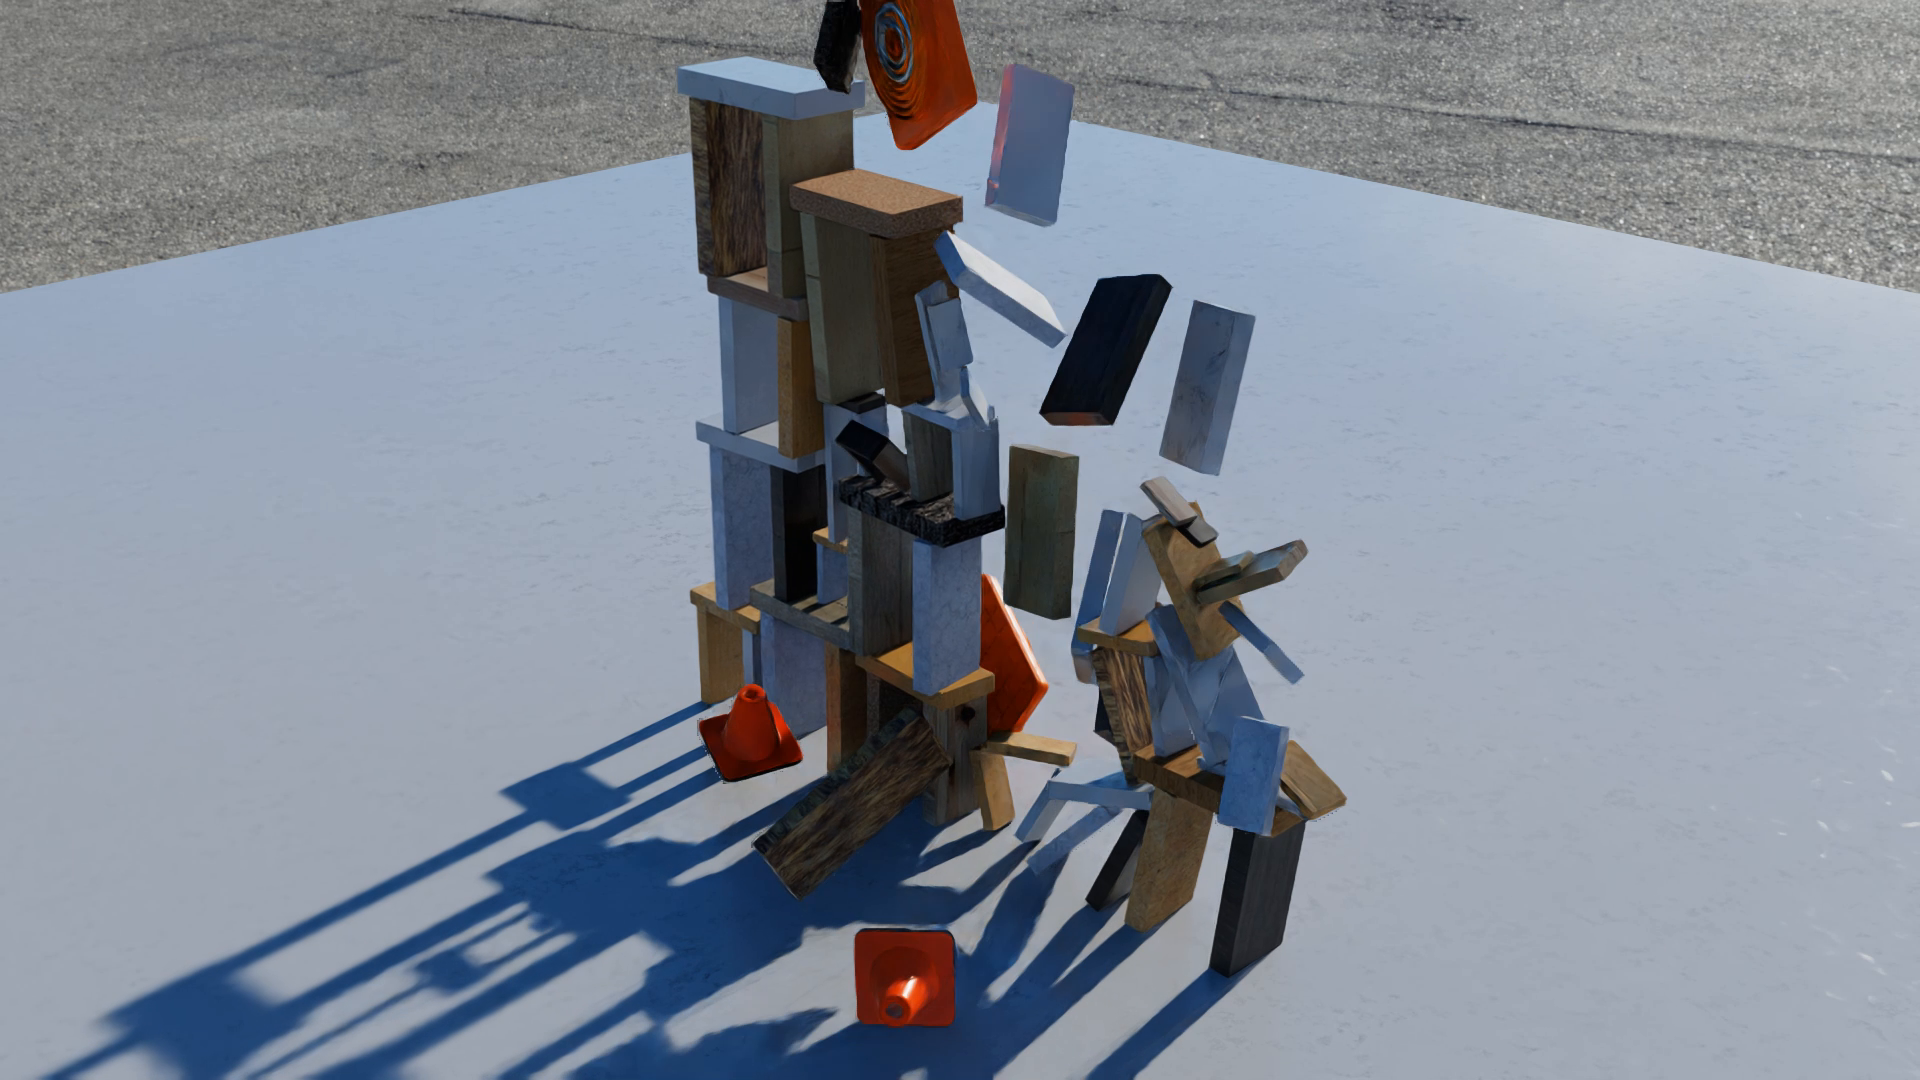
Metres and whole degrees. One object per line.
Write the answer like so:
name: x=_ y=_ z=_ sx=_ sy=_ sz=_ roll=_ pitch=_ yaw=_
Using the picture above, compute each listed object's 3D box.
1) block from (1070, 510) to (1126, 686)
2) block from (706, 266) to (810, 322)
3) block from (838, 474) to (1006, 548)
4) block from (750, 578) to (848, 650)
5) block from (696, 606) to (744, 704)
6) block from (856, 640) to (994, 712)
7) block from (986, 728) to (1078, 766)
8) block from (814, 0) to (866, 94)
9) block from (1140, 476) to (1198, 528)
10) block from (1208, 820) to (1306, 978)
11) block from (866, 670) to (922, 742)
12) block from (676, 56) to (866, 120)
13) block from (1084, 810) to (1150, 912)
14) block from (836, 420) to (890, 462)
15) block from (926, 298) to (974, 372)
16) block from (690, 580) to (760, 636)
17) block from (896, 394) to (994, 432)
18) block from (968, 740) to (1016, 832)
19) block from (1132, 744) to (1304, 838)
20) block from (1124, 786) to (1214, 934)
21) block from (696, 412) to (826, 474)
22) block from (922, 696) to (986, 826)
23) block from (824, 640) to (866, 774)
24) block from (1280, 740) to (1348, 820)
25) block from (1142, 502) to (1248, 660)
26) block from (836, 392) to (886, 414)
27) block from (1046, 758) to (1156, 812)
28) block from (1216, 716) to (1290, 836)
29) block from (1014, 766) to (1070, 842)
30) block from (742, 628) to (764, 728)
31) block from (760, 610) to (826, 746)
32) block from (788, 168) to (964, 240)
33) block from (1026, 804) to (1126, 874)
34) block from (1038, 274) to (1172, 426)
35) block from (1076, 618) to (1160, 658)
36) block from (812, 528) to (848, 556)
block: x=0.271 y=0.110 z=4.223 sx=0.043 sy=0.150 sz=0.301 roll=8 pitch=62 yaw=13
block: x=-0.359 y=-0.499 z=4.382 sx=0.143 sy=0.041 sz=0.286 roll=-20 pitch=30 yaw=-40
block: x=-0.077 y=-0.071 z=4.268 sx=0.157 sy=0.045 sz=0.315 roll=-18 pitch=29 yaw=-38
block: x=-0.279 y=0.141 z=4.584 sx=0.154 sy=0.044 sz=0.308 roll=-21 pitch=31 yaw=-40
block: x=-0.526 y=0.240 z=4.898 sx=0.033 sy=0.231 sz=0.116 roll=21 pitch=31 yaw=41
block: x=-0.072 y=0.259 z=4.405 sx=0.136 sy=0.039 sz=0.272 roll=-18 pitch=29 yaw=-37
block: x=0.142 y=0.410 z=4.338 sx=0.166 sy=0.023 sz=0.083 roll=9 pitch=14 yaw=11
block: x=-0.212 y=-0.881 z=3.888 sx=0.037 sy=0.132 sz=0.265 roll=13 pitch=2 yaw=2
block: x=0.359 y=-0.067 z=3.776 sx=0.049 sy=0.014 sz=0.099 roll=-19 pitch=57 yaw=-34
block: x=0.531 y=0.613 z=3.910 sx=0.157 sy=0.313 sz=0.044 roll=-21 pitch=38 yaw=-41
block: x=-0.128 y=0.375 z=4.529 sx=0.136 sy=0.272 sz=0.039 roll=-20 pitch=30 yaw=-39
block: x=-0.367 y=-0.875 z=4.247 sx=0.176 sy=0.050 sz=0.353 roll=-21 pitch=30 yaw=-40
block: x=0.327 y=0.577 z=4.091 sx=0.035 sy=0.249 sz=0.125 roll=42 pitch=41 yaw=23
block: x=-0.189 y=-0.192 z=4.229 sx=0.106 sy=0.015 sz=0.053 roll=28 pitch=76 yaw=43
block: x=-0.017 y=-0.370 z=3.957 sx=0.060 sy=0.121 sz=0.017 roll=-22 pitch=18 yaw=-28
block: x=-0.472 y=0.141 z=4.795 sx=0.116 sy=0.033 sz=0.231 roll=-21 pitch=30 yaw=-40
block: x=-0.030 y=-0.251 z=4.127 sx=0.091 sy=0.026 sz=0.182 roll=-23 pitch=32 yaw=-35
block: x=0.065 y=0.488 z=4.388 sx=0.023 sy=0.166 sz=0.083 roll=-6 pitch=10 yaw=35
block: x=0.476 y=0.425 z=3.894 sx=0.157 sy=0.044 sz=0.313 roll=-21 pitch=31 yaw=-40
block: x=0.394 y=0.559 z=4.038 sx=0.044 sy=0.313 sz=0.157 roll=30 pitch=36 yaw=31
block: x=-0.389 y=-0.212 z=4.546 sx=0.297 sy=0.042 sz=0.149 roll=19 pitch=29 yaw=37
block: x=-0.010 y=0.427 z=4.406 sx=0.136 sy=0.272 sz=0.039 roll=-19 pitch=29 yaw=-37
block: x=-0.207 y=0.331 z=4.585 sx=0.044 sy=0.308 sz=0.154 roll=21 pitch=31 yaw=41
block: x=0.582 y=0.408 z=3.745 sx=0.074 sy=0.021 sz=0.148 roll=-21 pitch=48 yaw=-24
block: x=0.413 y=0.070 z=3.830 sx=0.035 sy=0.247 sz=0.123 roll=-14 pitch=14 yaw=47
block: x=-0.215 y=-0.282 z=4.333 sx=0.068 sy=0.019 sz=0.135 roll=-22 pitch=30 yaw=-36
block: x=0.297 y=0.453 z=4.092 sx=0.249 sy=0.035 sz=0.125 roll=1 pitch=18 yaw=45
block: x=0.500 y=0.401 z=3.749 sx=0.094 sy=0.187 sz=0.027 roll=11 pitch=2 yaw=40
block: x=0.176 y=0.517 z=4.311 sx=0.023 sy=0.166 sz=0.083 roll=39 pitch=18 yaw=26
block: x=-0.416 y=0.283 z=4.797 sx=0.116 sy=0.231 sz=0.033 roll=-21 pitch=31 yaw=-41
block: x=-0.352 y=0.274 z=4.719 sx=0.154 sy=0.308 sz=0.044 roll=-21 pitch=31 yaw=-41
block: x=-0.158 y=-0.628 z=4.089 sx=0.162 sy=0.046 sz=0.324 roll=-20 pitch=29 yaw=-34
block: x=0.241 y=0.548 z=4.204 sx=0.125 sy=0.249 sz=0.035 roll=-28 pitch=78 yaw=-48
block: x=0.275 y=-0.359 z=4.161 sx=0.156 sy=0.044 sz=0.311 roll=3 pitch=61 yaw=46
block: x=0.308 y=0.169 z=3.958 sx=0.093 sy=0.026 sz=0.186 roll=-22 pitch=20 yaw=-36
block: x=-0.231 y=0.003 z=4.486 sx=0.067 sy=0.019 sz=0.134 roll=-21 pitch=31 yaw=-41
